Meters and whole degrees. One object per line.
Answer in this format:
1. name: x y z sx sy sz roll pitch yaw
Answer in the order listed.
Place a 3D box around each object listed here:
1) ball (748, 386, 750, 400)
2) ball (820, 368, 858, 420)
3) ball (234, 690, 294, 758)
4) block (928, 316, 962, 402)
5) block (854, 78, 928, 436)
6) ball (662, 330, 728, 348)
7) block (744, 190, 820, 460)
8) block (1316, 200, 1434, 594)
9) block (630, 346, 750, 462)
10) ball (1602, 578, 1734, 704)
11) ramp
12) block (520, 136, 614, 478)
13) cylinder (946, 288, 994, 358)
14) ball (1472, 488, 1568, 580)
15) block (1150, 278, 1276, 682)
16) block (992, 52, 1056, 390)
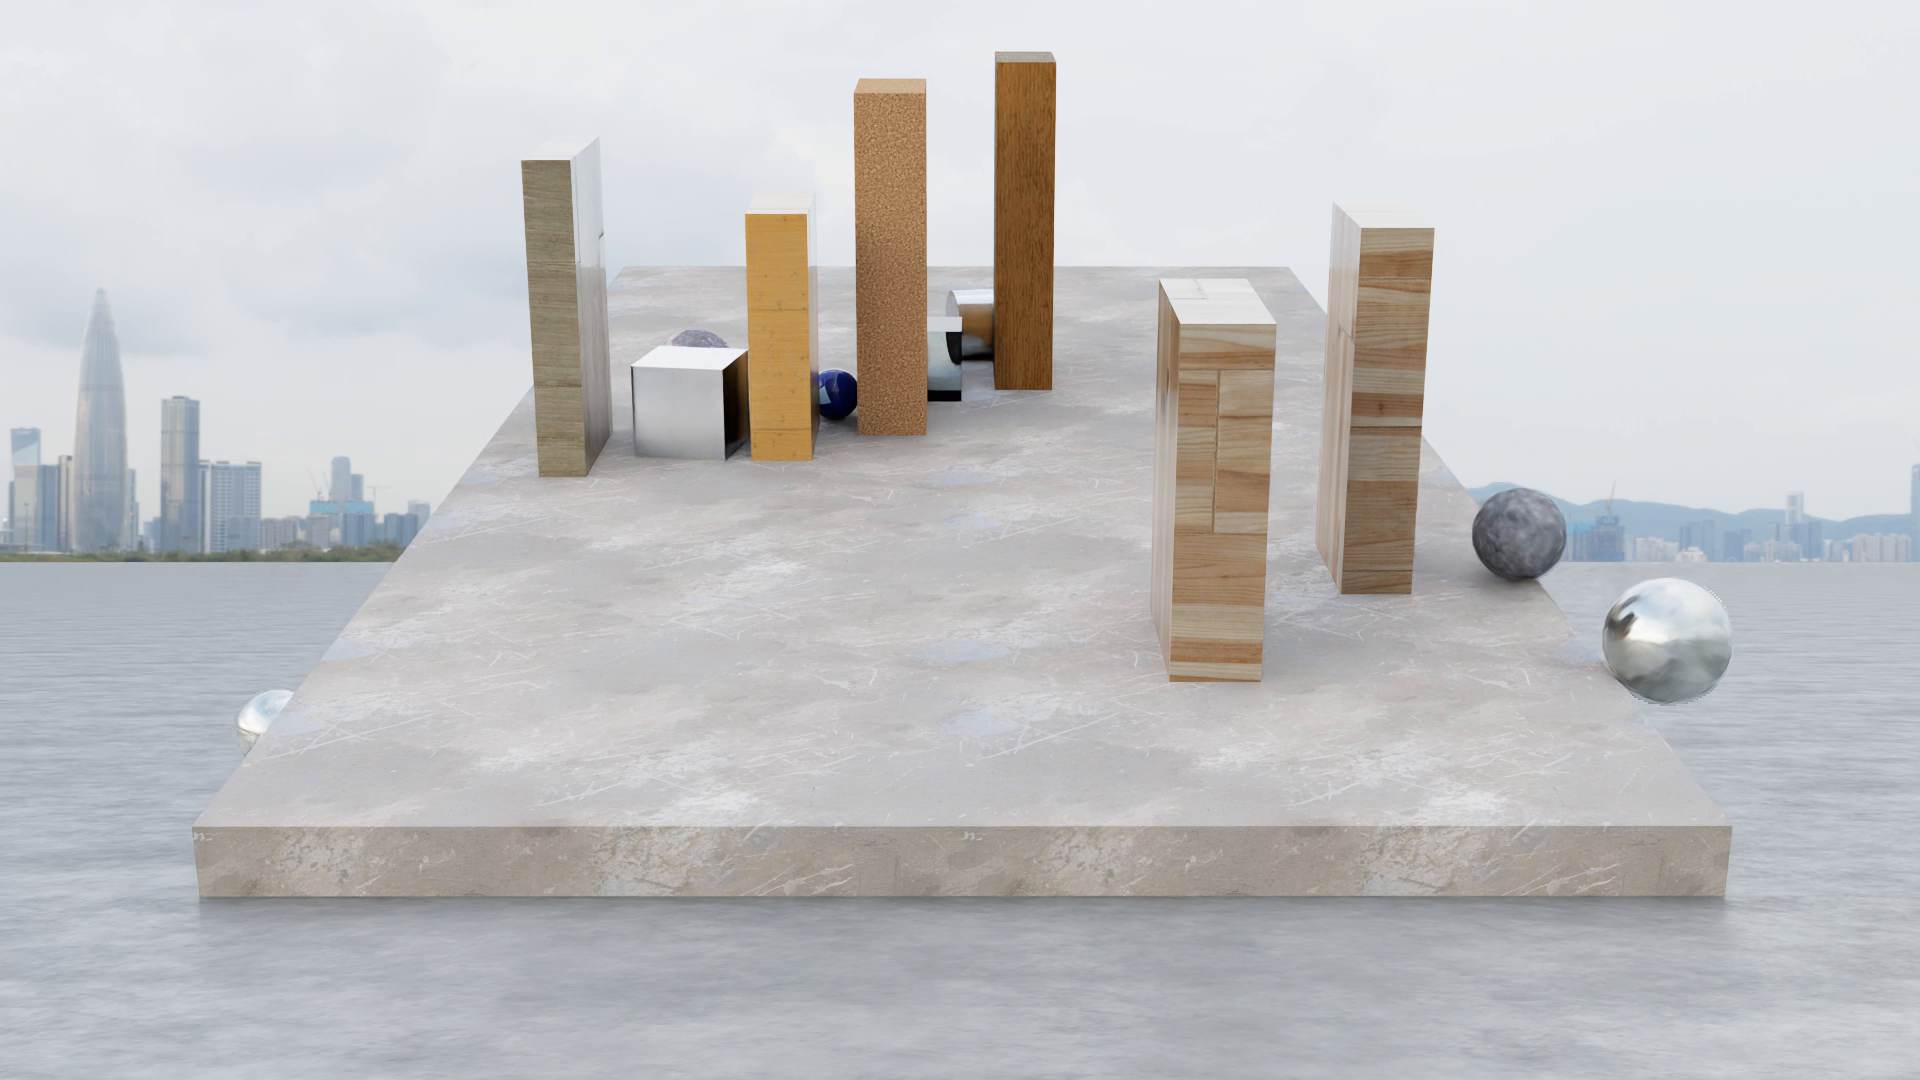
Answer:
1. ball: -0.529 -0.315 4.833 0.147 0.147 0.147 0 0 0
2. ball: -0.277 -0.323 4.918 0.113 0.113 0.113 0 0 0
3. ball: -1.411 0.394 4.609 0.169 0.169 0.169 0 0 0
4. block: -0.077 -0.418 5.139 0.163 0.163 0.163 0 17 0
5. block: -0.147 -0.617 4.832 0.147 0.726 0.305 0 17 0
6. ball: -0.592 -0.378 4.973 0.185 0.185 0.185 0 0 0
7. block: -0.368 -0.453 4.667 0.124 0.511 0.306 0 17 0
8. block: 0.707 -0.248 3.827 0.119 0.625 0.282 0 17 0
9. block: -0.562 -0.287 4.666 0.194 0.194 0.194 3 18 10
10. ball: 1.078 0.153 3.398 0.191 0.191 0.191 0 0 0
11. ramp: -0.003 -0.179 4.814 2.000 0.100 4.000 0 17 0
12. block: -0.799 -0.485 4.561 0.095 0.634 0.373 0 17 0
13. cylinder: 0.063 -0.536 5.509 0.167 0.167 0.167 -4 0 -12
14. ball: 0.965 -0.010 3.845 0.160 0.160 0.160 0 0 0
15. block: 0.388 -0.100 3.472 0.139 0.554 0.348 0 17 0
16. block: 0.148 -0.749 5.213 0.133 0.750 0.275 0 17 0
